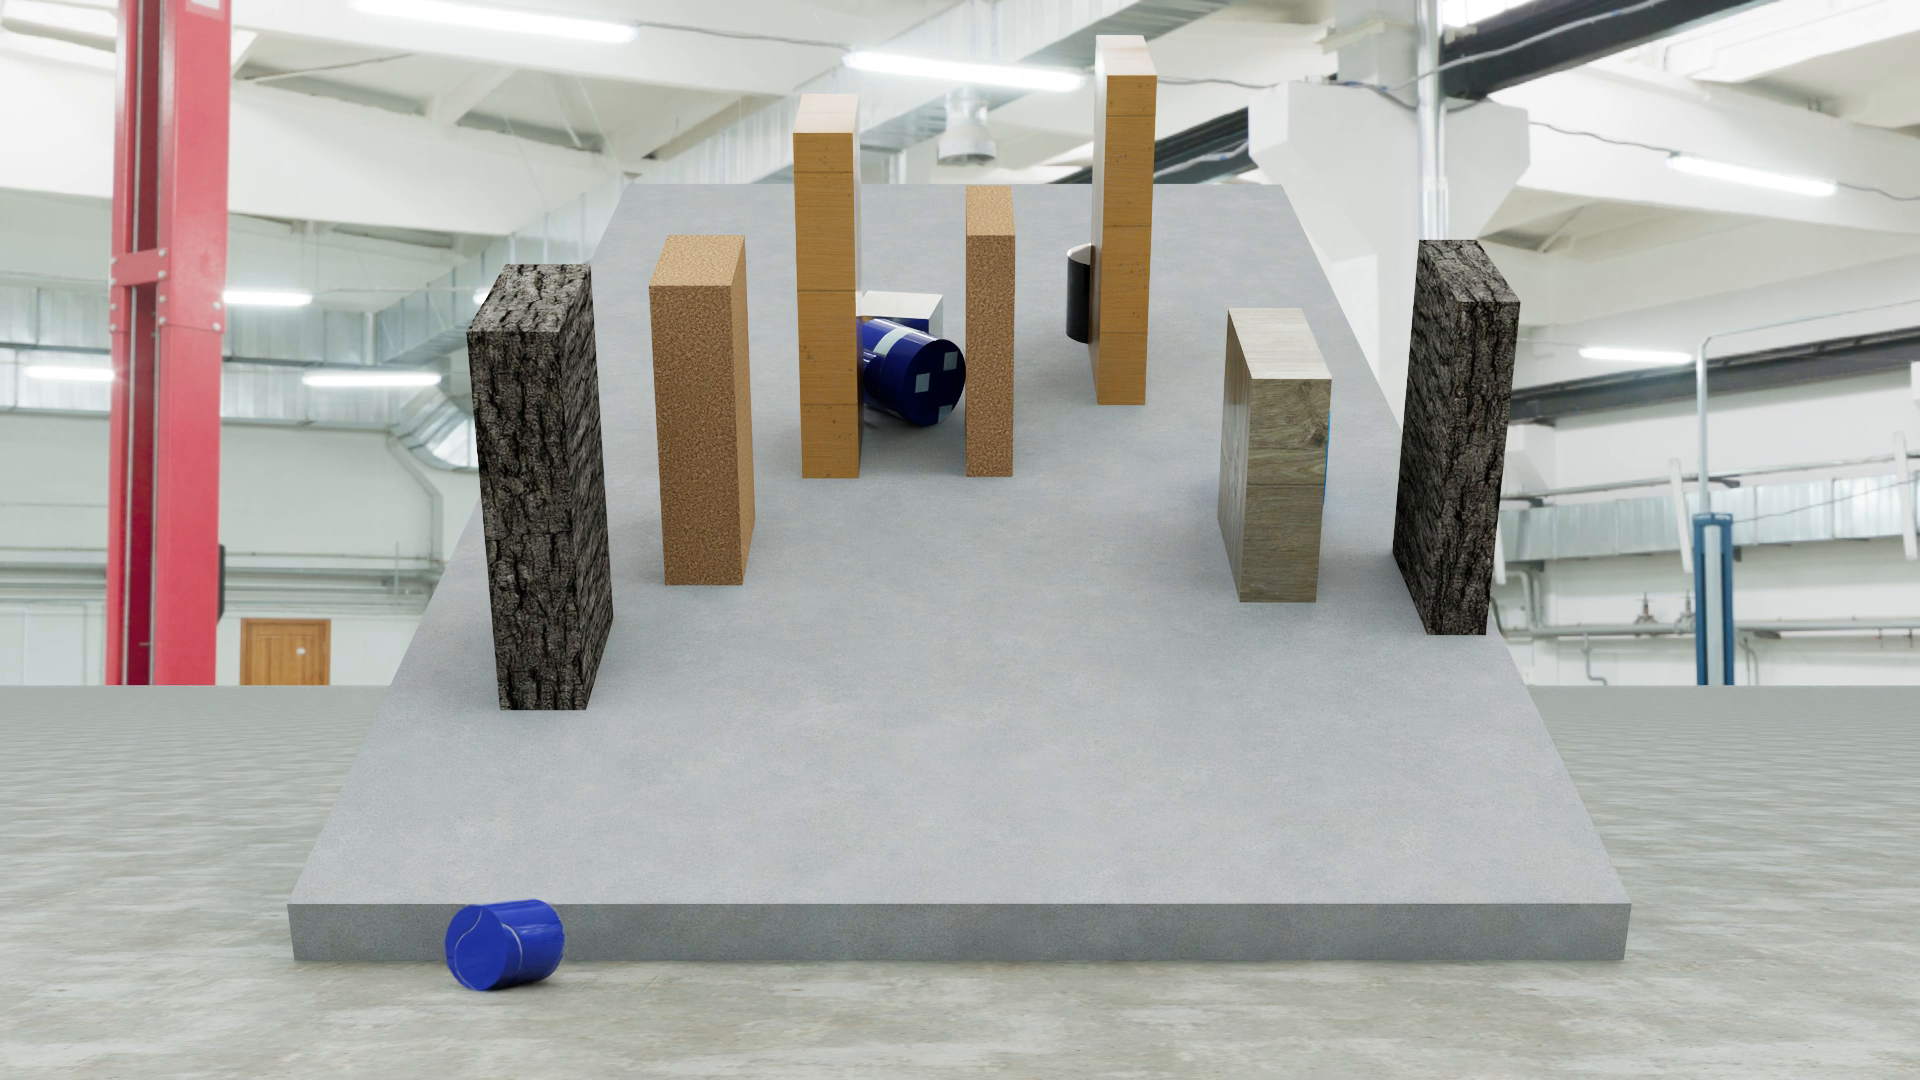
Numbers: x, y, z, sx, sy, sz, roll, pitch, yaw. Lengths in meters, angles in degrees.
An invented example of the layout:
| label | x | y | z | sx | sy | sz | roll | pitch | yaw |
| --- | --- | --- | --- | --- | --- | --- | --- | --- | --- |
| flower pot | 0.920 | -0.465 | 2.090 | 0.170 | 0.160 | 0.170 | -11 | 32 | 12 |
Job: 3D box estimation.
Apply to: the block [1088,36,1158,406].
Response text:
| label | x | y | z | sx | sy | sz | roll | pitch | yaw |
| --- | --- | --- | --- | --- | --- | --- | --- | --- | --- |
| block | 0.373 | -0.745 | 5.405 | 0.109 | 0.766 | 0.412 | 0 | 24 | 0 |

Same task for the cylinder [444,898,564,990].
| label | x | y | z | sx | sy | sz | roll | pitch | yaw |
| --- | --- | --- | --- | --- | --- | --- | --- | --- | --- |
| cylinder | -0.628 | 0.558 | 3.212 | 0.114 | 0.114 | 0.114 | -2 | -4 | 32 |

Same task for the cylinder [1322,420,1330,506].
| label | x | y | z | sx | sy | sz | roll | pitch | yaw |
| --- | --- | --- | --- | --- | --- | --- | --- | --- | --- |
| cylinder | 0.665 | -0.176 | 4.833 | 0.195 | 0.195 | 0.195 | 4 | -3 | 9 |

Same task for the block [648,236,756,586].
| label | x | y | z | sx | sy | sz | roll | pitch | yaw |
| --- | --- | --- | --- | --- | --- | --- | --- | --- | --- |
| block | -0.493 | -0.253 | 4.498 | 0.149 | 0.602 | 0.319 | 0 | 24 | 0 |

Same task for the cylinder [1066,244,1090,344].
| label | x | y | z | sx | sy | sz | roll | pitch | yaw |
| --- | --- | --- | --- | --- | --- | --- | --- | --- | --- |
| cylinder | 0.367 | -0.614 | 5.801 | 0.204 | 0.204 | 0.204 | 0 | 24 | 0 |

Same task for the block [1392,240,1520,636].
| label | x | y | z | sx | sy | sz | roll | pitch | yaw |
| --- | --- | --- | --- | --- | --- | --- | --- | --- | --- |
| block | 0.914 | -0.194 | 4.323 | 0.108 | 0.643 | 0.372 | 0 | 24 | 0 |

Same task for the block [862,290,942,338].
| label | x | y | z | sx | sy | sz | roll | pitch | yaw |
| --- | --- | --- | --- | --- | --- | --- | --- | --- | --- |
| block | -0.146 | -0.470 | 5.502 | 0.182 | 0.182 | 0.182 | 4 | 24 | 9 |

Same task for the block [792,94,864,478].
| label | x | y | z | sx | sy | sz | roll | pitch | yaw |
| --- | --- | --- | --- | --- | --- | --- | --- | --- | --- |
| block | -0.276 | -0.542 | 4.967 | 0.121 | 0.749 | 0.336 | 0 | 24 | 0 |

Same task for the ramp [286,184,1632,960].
| label | x | y | z | sx | sy | sz | roll | pitch | yaw |
| --- | --- | --- | --- | --- | --- | --- | --- | --- | --- |
| ramp | -0.008 | -0.228 | 5.307 | 2.000 | 0.100 | 4.000 | 0 | 24 | 0 |

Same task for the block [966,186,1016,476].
| label | x | y | z | sx | sy | sz | roll | pitch | yaw |
| --- | --- | --- | --- | --- | --- | --- | --- | --- | --- |
| block | 0.063 | -0.456 | 5.040 | 0.099 | 0.535 | 0.379 | 0 | 24 | 0 |

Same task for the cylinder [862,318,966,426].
| label | x | y | z | sx | sy | sz | roll | pitch | yaw |
| --- | --- | --- | --- | --- | --- | --- | --- | --- | --- |
| cylinder | -0.129 | -0.382 | 5.281 | 0.201 | 0.201 | 0.201 | 22 | 12 | 40 |

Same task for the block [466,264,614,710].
| label | x | y | z | sx | sy | sz | roll | pitch | yaw |
| --- | --- | --- | --- | --- | --- | --- | --- | --- | --- |
| block | -0.719 | -0.094 | 4.036 | 0.148 | 0.687 | 0.361 | 0 | 24 | 0 |

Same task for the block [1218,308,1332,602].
| label | x | y | z | sx | sy | sz | roll | pitch | yaw |
| --- | --- | --- | --- | --- | --- | --- | --- | --- | --- |
| block | 0.602 | -0.170 | 4.504 | 0.145 | 0.451 | 0.406 | 0 | 24 | 0 |
